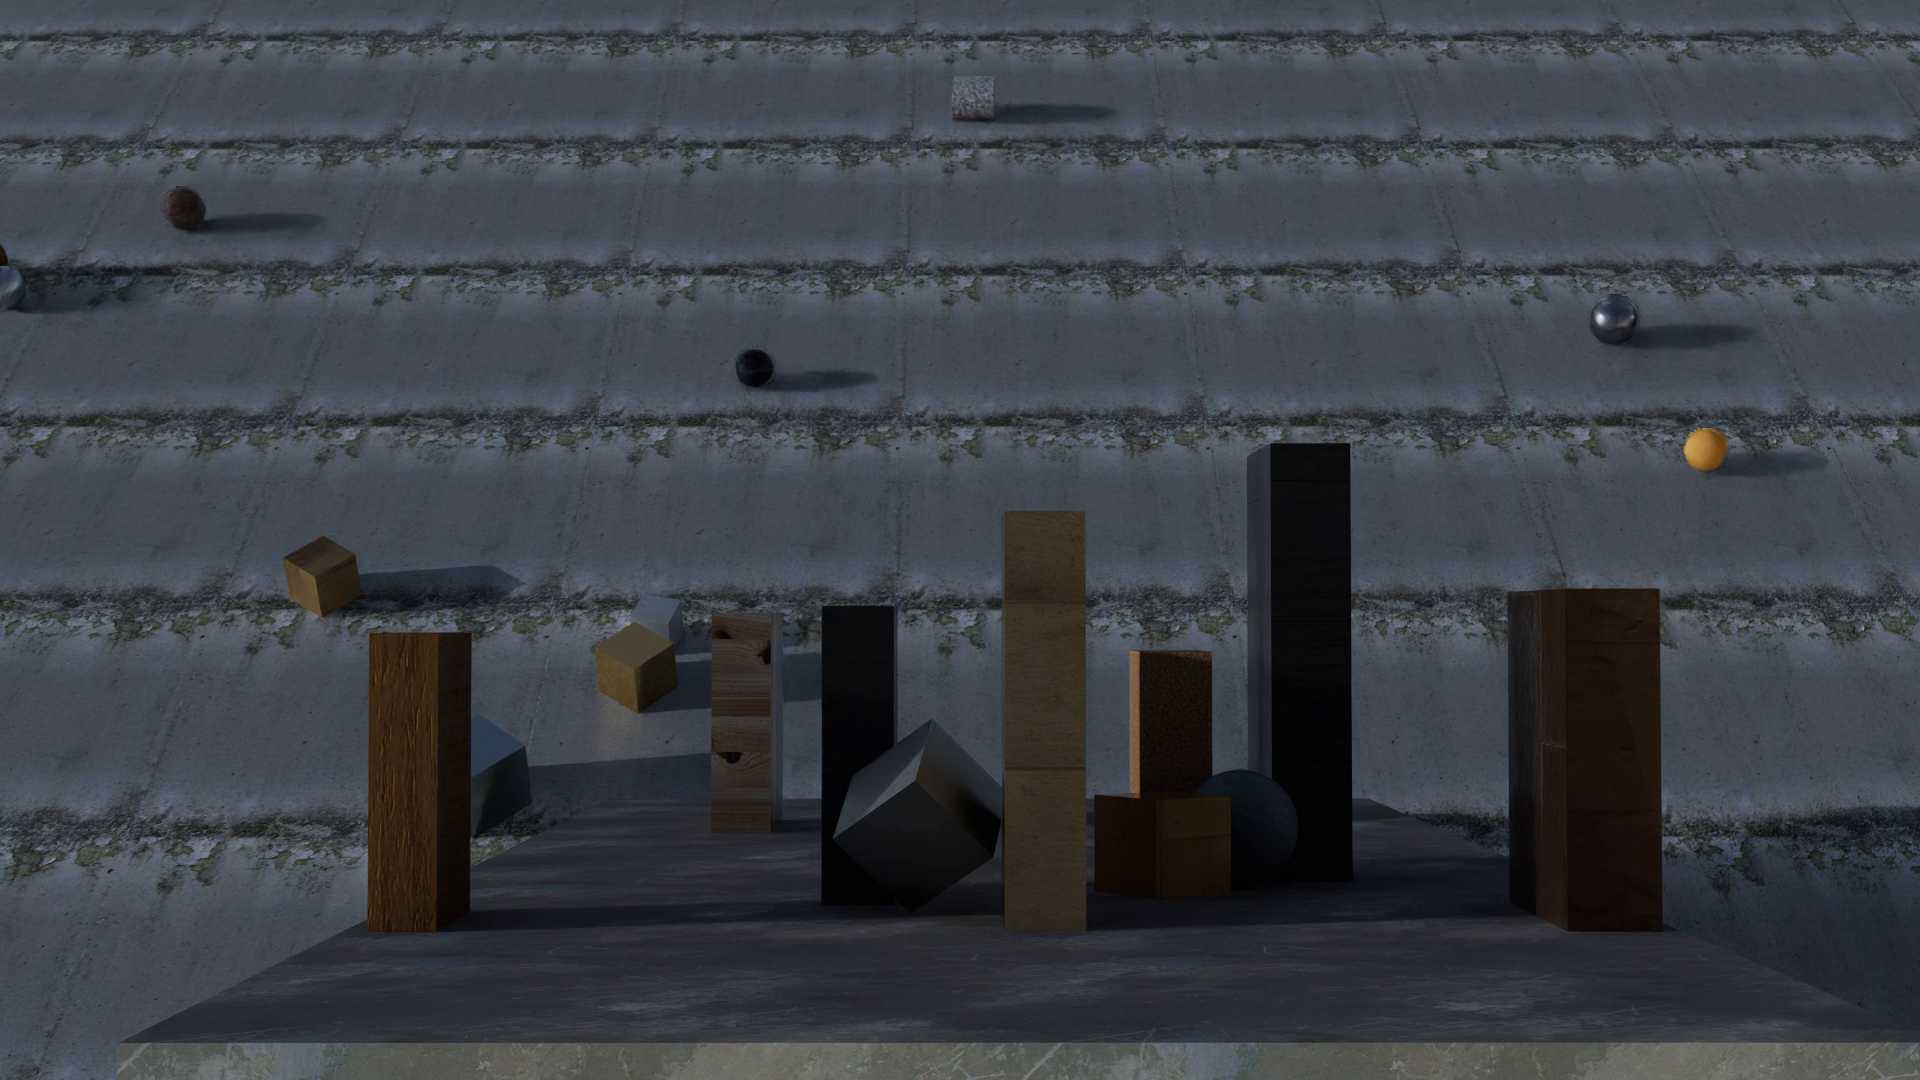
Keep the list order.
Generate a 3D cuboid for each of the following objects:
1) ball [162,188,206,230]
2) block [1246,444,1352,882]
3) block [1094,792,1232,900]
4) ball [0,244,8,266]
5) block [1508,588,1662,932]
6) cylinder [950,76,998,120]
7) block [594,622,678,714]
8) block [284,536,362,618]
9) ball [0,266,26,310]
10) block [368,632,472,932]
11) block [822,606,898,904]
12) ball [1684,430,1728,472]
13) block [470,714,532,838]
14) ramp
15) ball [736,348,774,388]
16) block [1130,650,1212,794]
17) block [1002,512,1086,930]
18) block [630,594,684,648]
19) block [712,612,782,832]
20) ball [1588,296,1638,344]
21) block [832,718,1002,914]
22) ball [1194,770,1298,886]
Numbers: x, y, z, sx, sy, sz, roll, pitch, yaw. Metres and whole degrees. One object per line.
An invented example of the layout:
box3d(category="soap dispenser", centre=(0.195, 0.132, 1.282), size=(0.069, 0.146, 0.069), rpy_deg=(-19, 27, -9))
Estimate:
box3d(category="ball", centre=(-2.850, -1.215, 9.541), size=(0.152, 0.152, 0.152), rpy_deg=(0, 35, 0))
box3d(category="block", centre=(0.629, 0.224, 4.839), size=(0.144, 0.783, 0.380), rpy_deg=(0, -2, 0))
box3d(category="block", centre=(0.347, 0.520, 4.448), size=(0.165, 0.165, 0.165), rpy_deg=(1, -2, -36))
box3d(category="ball", centre=(-3.470, -0.983, 9.161), size=(0.209, 0.209, 0.209), rpy_deg=(0, 35, 0))
box3d(category="block", centre=(0.977, 0.335, 4.087), size=(0.142, 0.512, 0.408), rpy_deg=(0, -2, 0))
box3d(category="cylinder", centre=(0.055, -1.748, 10.289), size=(0.160, 0.160, 0.160), rpy_deg=(-2, 34, 14))
box3d(category="block", centre=(-0.910, 0.358, 7.304), size=(0.156, 0.156, 0.156), rpy_deg=(26, 43, 32))
box3d(category="block", centre=(-1.881, 0.108, 7.665), size=(0.149, 0.149, 0.149), rpy_deg=(26, 43, 32))
box3d(category="ball", centre=(-3.338, -0.882, 9.068), size=(0.152, 0.152, 0.152), rpy_deg=(0, 35, 0))
box3d(category="block", centre=(-0.831, 0.366, 4.008), size=(0.103, 0.446, 0.265), rpy_deg=(0, -2, 0))
box3d(category="block", centre=(-0.168, 0.357, 4.392), size=(0.118, 0.489, 0.272), rpy_deg=(0, -2, 0))
box3d(category="ball", centre=(2.364, -0.284, 8.237), size=(0.131, 0.131, 0.131), rpy_deg=(0, 35, 0))
box3d(category="block", centre=(-1.284, 0.624, 6.890), size=(0.197, 0.197, 0.197), rpy_deg=(29, 44, 34))
box3d(category="ramp", centre=(0.078, 0.666, 4.842), size=(2.000, 0.100, 4.000), rpy_deg=(0, -2, 0))
box3d(category="ball", centre=(-0.684, -0.573, 8.648), size=(0.129, 0.129, 0.129), rpy_deg=(0, 35, 0))
box3d(category="block", centre=(0.388, 0.410, 4.805), size=(0.129, 0.409, 0.293), rpy_deg=(0, -2, 0))
box3d(category="block", centre=(0.128, 0.274, 4.017), size=(0.122, 0.628, 0.241), rpy_deg=(0, -2, 0))
box3d(category="block", centre=(-0.875, 0.245, 7.498), size=(0.116, 0.116, 0.116), rpy_deg=(8, 36, 11))
box3d(category="block", centre=(-0.483, 0.409, 5.921), size=(0.131, 0.484, 0.387), rpy_deg=(0, -2, 0))
box3d(category="ball", centre=(2.231, -0.750, 8.870), size=(0.164, 0.164, 0.164), rpy_deg=(0, 35, 0))
box3d(category="block", centre=(-0.062, 0.438, 4.135), size=(0.180, 0.180, 0.180), rpy_deg=(-37, 17, 24))
box3d(category="ball", centre=(0.492, 0.505, 4.562), size=(0.203, 0.203, 0.203), rpy_deg=(0, 35, 0))
